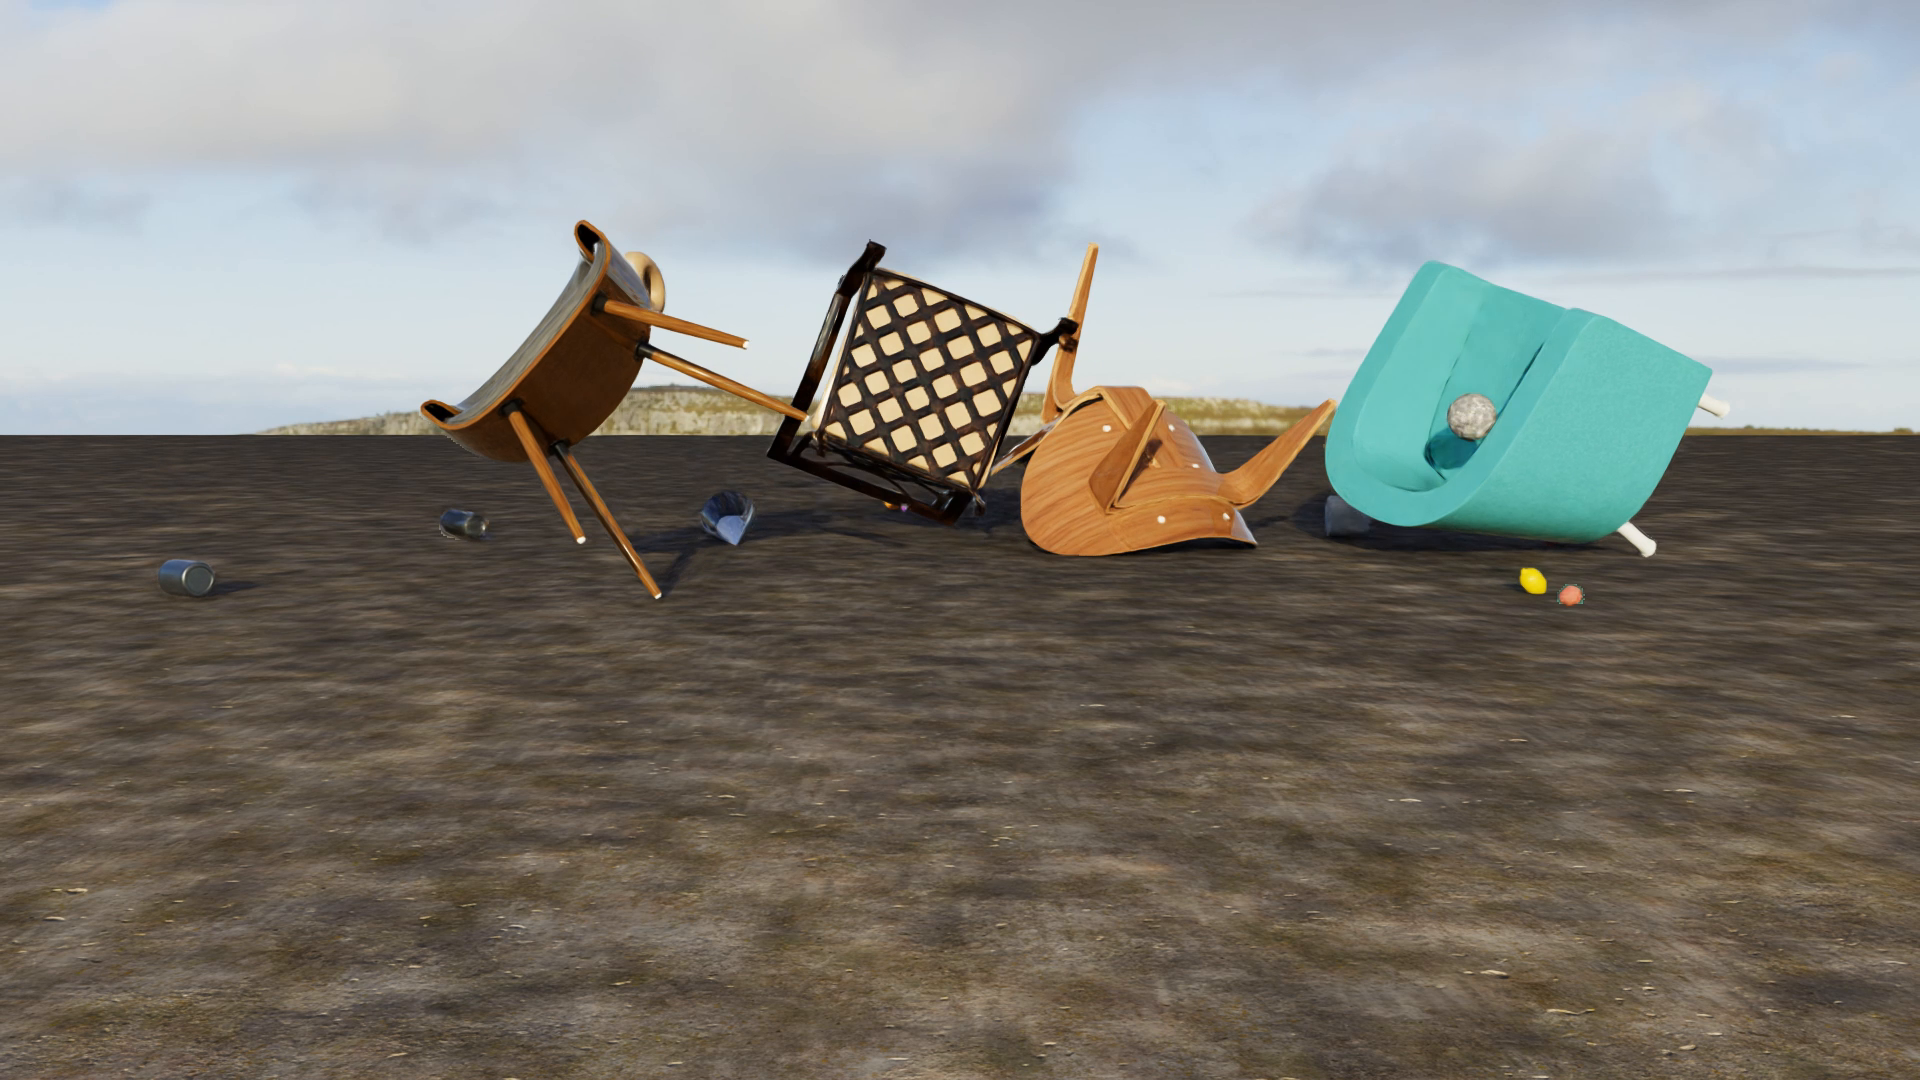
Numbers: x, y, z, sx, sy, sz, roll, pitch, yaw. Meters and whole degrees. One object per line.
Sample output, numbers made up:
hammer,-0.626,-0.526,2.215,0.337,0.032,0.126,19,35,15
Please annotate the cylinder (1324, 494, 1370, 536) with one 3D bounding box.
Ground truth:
cylinder,1.184,-0.073,6.717,0.122,0.122,0.067,-14,27,-16

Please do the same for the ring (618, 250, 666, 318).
ring,-1.001,-0.802,6.920,0.086,0.151,0.260,10,-37,23

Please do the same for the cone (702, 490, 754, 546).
cone,-0.667,-0.029,6.424,0.162,0.148,0.299,-25,21,-2

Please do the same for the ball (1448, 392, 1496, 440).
ball,1.307,-0.315,5.614,0.123,0.123,0.123,0,4,0
